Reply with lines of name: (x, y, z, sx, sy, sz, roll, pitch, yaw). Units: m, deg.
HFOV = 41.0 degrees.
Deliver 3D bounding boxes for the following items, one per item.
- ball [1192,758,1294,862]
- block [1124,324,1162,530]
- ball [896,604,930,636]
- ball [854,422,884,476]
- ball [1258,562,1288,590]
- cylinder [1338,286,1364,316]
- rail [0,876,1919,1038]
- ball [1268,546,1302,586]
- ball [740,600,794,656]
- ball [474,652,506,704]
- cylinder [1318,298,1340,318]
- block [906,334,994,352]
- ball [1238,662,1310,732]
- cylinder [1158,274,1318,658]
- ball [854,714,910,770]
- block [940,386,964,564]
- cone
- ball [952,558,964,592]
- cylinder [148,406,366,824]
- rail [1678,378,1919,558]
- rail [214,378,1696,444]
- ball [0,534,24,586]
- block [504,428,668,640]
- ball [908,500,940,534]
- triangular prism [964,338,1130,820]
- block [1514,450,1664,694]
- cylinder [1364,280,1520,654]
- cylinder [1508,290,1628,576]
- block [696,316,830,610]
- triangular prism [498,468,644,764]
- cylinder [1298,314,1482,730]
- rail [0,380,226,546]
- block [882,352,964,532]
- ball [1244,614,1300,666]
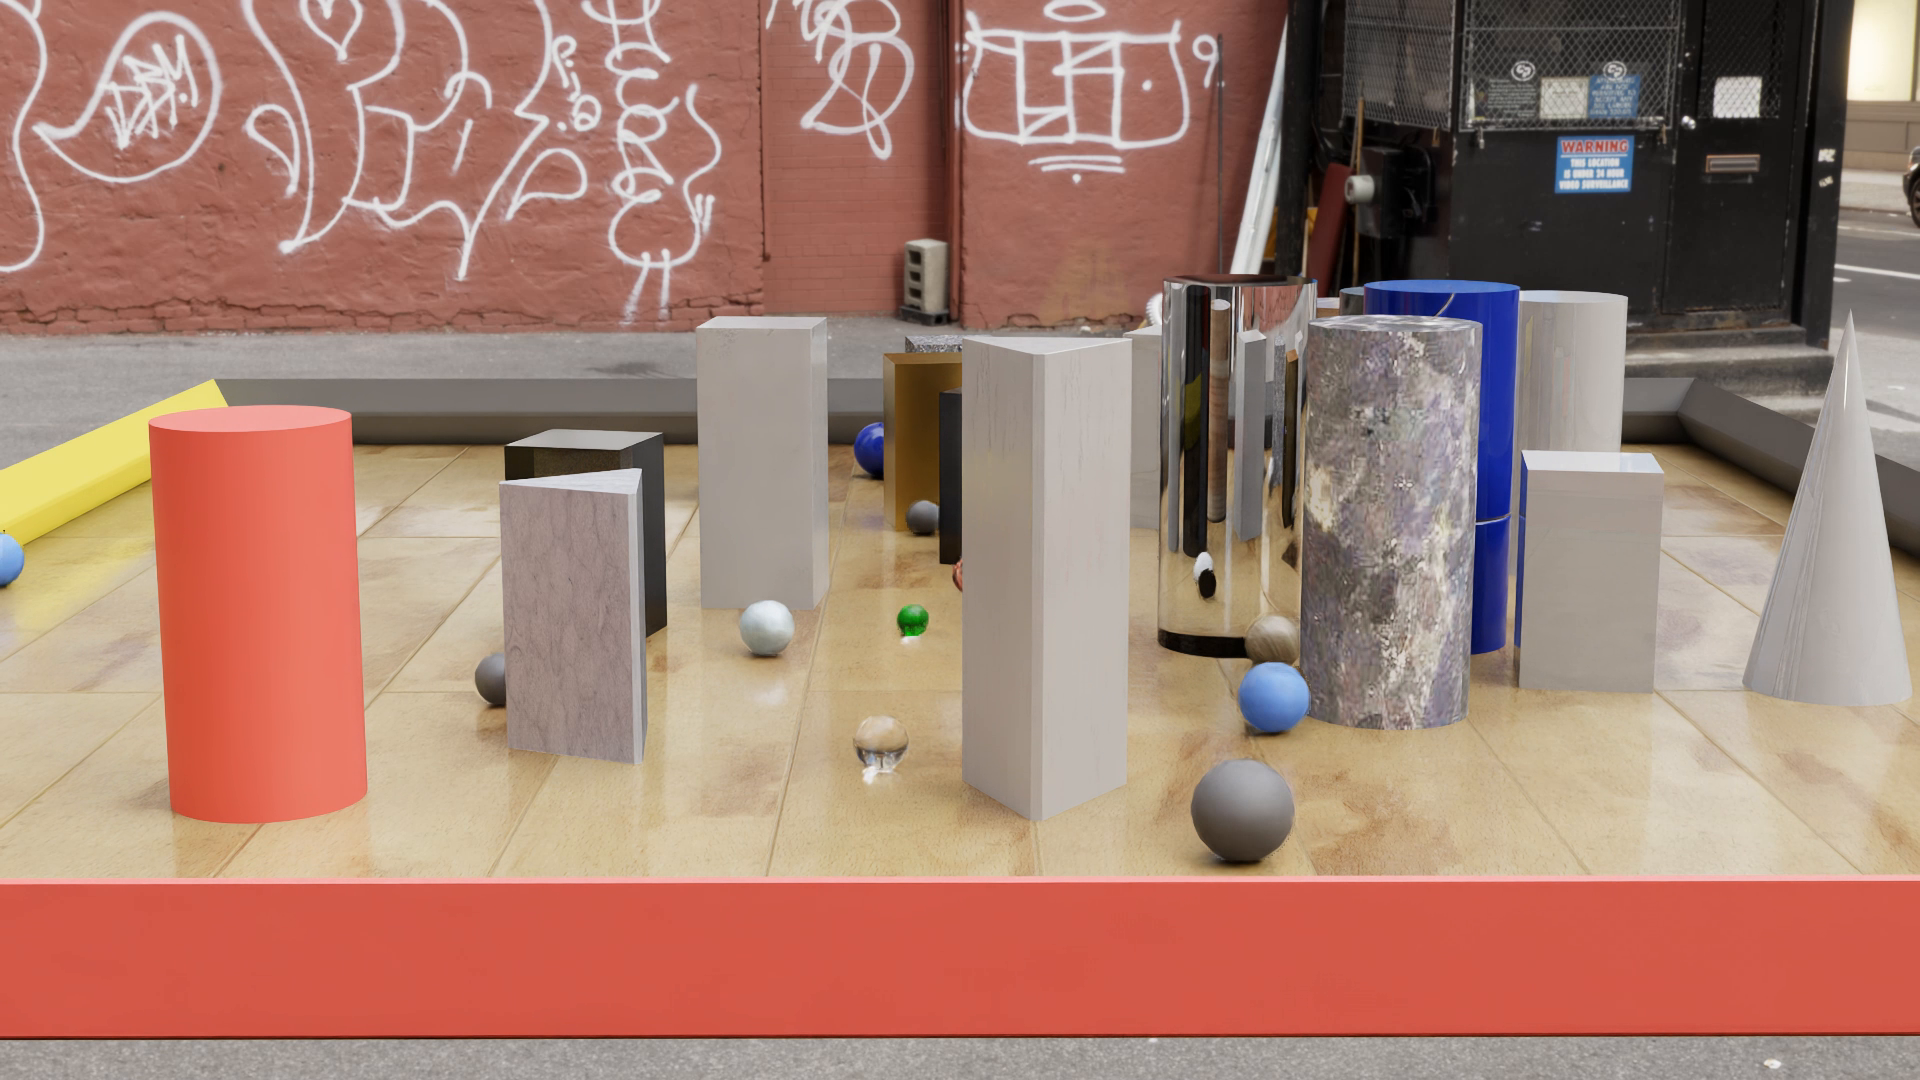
ball: (0.261, 0.249, 2.370, 0.095, 0.095, 0.095, 0, 11, 0)
block: (0.358, -0.180, 4.097, 0.154, 0.308, 0.154, 5, 12, 24)
ball: (-0.060, 0.103, 3.300, 0.042, 0.042, 0.042, 0, 11, 0)
ball: (-0.141, -0.162, 4.575, 0.096, 0.096, 0.096, 0, 11, 0)
ball: (0.437, 0.051, 3.585, 0.040, 0.040, 0.040, 0, 11, 0)
cylinder: (0.662, -0.178, 3.858, 0.192, 0.391, 0.192, 0, 11, 0)
rail: (0.009, 0.310, 1.952, 2.867, 0.125, 0.045, 0, 11, 0)
ball: (0.462, 0.037, 3.623, 0.054, 0.054, 0.054, 0, 11, 0)
ball: (-0.240, 0.109, 3.195, 0.069, 0.069, 0.069, 0, 11, 0)
ball: (-0.528, 0.159, 2.950, 0.060, 0.060, 0.060, 0, 11, 0)
cylinder: (0.623, -0.218, 4.206, 0.192, 0.341, 0.192, 0, 11, 0)
block: (-0.013, -0.233, 4.552, 0.154, 0.245, 0.154, -1, 11, -7)
ball: (0.346, 0.173, 2.826, 0.078, 0.078, 0.078, 0, 11, 0)
cylinder: (0.348, -0.097, 3.230, 0.192, 0.460, 0.192, 0, 11, 0)
ball: (-0.082, 0.211, 2.676, 0.058, 0.058, 0.058, 0, 11, 0)
block: (0.072, -0.097, 3.795, 0.154, 0.254, 0.154, 5, 12, 24)
cone: (1.026, -0.047, 2.997, 0.192, 0.448, 0.192, 0, 11, 0)
ball: (0.015, 0.049, 3.562, 0.052, 0.052, 0.052, 0, 11, 0)
cylinder: (-0.695, 0.069, 2.548, 0.192, 0.383, 0.192, 0, 11, 0)
rail: (1.410, 0.031, 3.457, 0.045, 0.125, 3.092, 0, 11, 0)
rail: (-0.009, -0.246, 4.946, 2.867, 0.125, 0.045, 0, 11, 0)
ball: (-1.356, 0.028, 3.607, 0.077, 0.077, 0.077, 0, 11, 0)
block: (-0.477, -0.003, 3.287, 0.154, 0.255, 0.154, 3, 11, 14)
ball: (-0.056, -0.035, 4.010, 0.053, 0.053, 0.053, 0, 11, 0)
triangular prism: (0.063, 0.029, 2.563, 0.144, 0.456, 0.166, 7, 13, 34)
block: (0.748, 0.035, 3.065, 0.154, 0.261, 0.154, 2, 11, 9)
cylinder: (0.601, -0.095, 3.245, 0.192, 0.452, 0.192, 0, 11, 0)
cylinder: (0.861, -0.156, 3.724, 0.192, 0.396, 0.192, 0, 11, 0)
block: (-0.267, -0.108, 3.508, 0.154, 0.380, 0.154, 1, 11, 5)
triangular prism: (-0.383, 0.075, 2.774, 0.166, 0.289, 0.144, 5, 12, 25)
cylinder: (0.483, -0.024, 2.892, 0.192, 0.441, 0.192, 0, 11, 0)
rail: (-1.410, 0.034, 3.441, 0.045, 0.125, 3.092, 0, 11, 0)
block: (-0.037, -0.159, 4.102, 0.154, 0.265, 0.154, -2, 11, -8)
ball: (0.380, 0.125, 3.108, 0.069, 0.069, 0.069, 0, 11, 0)
